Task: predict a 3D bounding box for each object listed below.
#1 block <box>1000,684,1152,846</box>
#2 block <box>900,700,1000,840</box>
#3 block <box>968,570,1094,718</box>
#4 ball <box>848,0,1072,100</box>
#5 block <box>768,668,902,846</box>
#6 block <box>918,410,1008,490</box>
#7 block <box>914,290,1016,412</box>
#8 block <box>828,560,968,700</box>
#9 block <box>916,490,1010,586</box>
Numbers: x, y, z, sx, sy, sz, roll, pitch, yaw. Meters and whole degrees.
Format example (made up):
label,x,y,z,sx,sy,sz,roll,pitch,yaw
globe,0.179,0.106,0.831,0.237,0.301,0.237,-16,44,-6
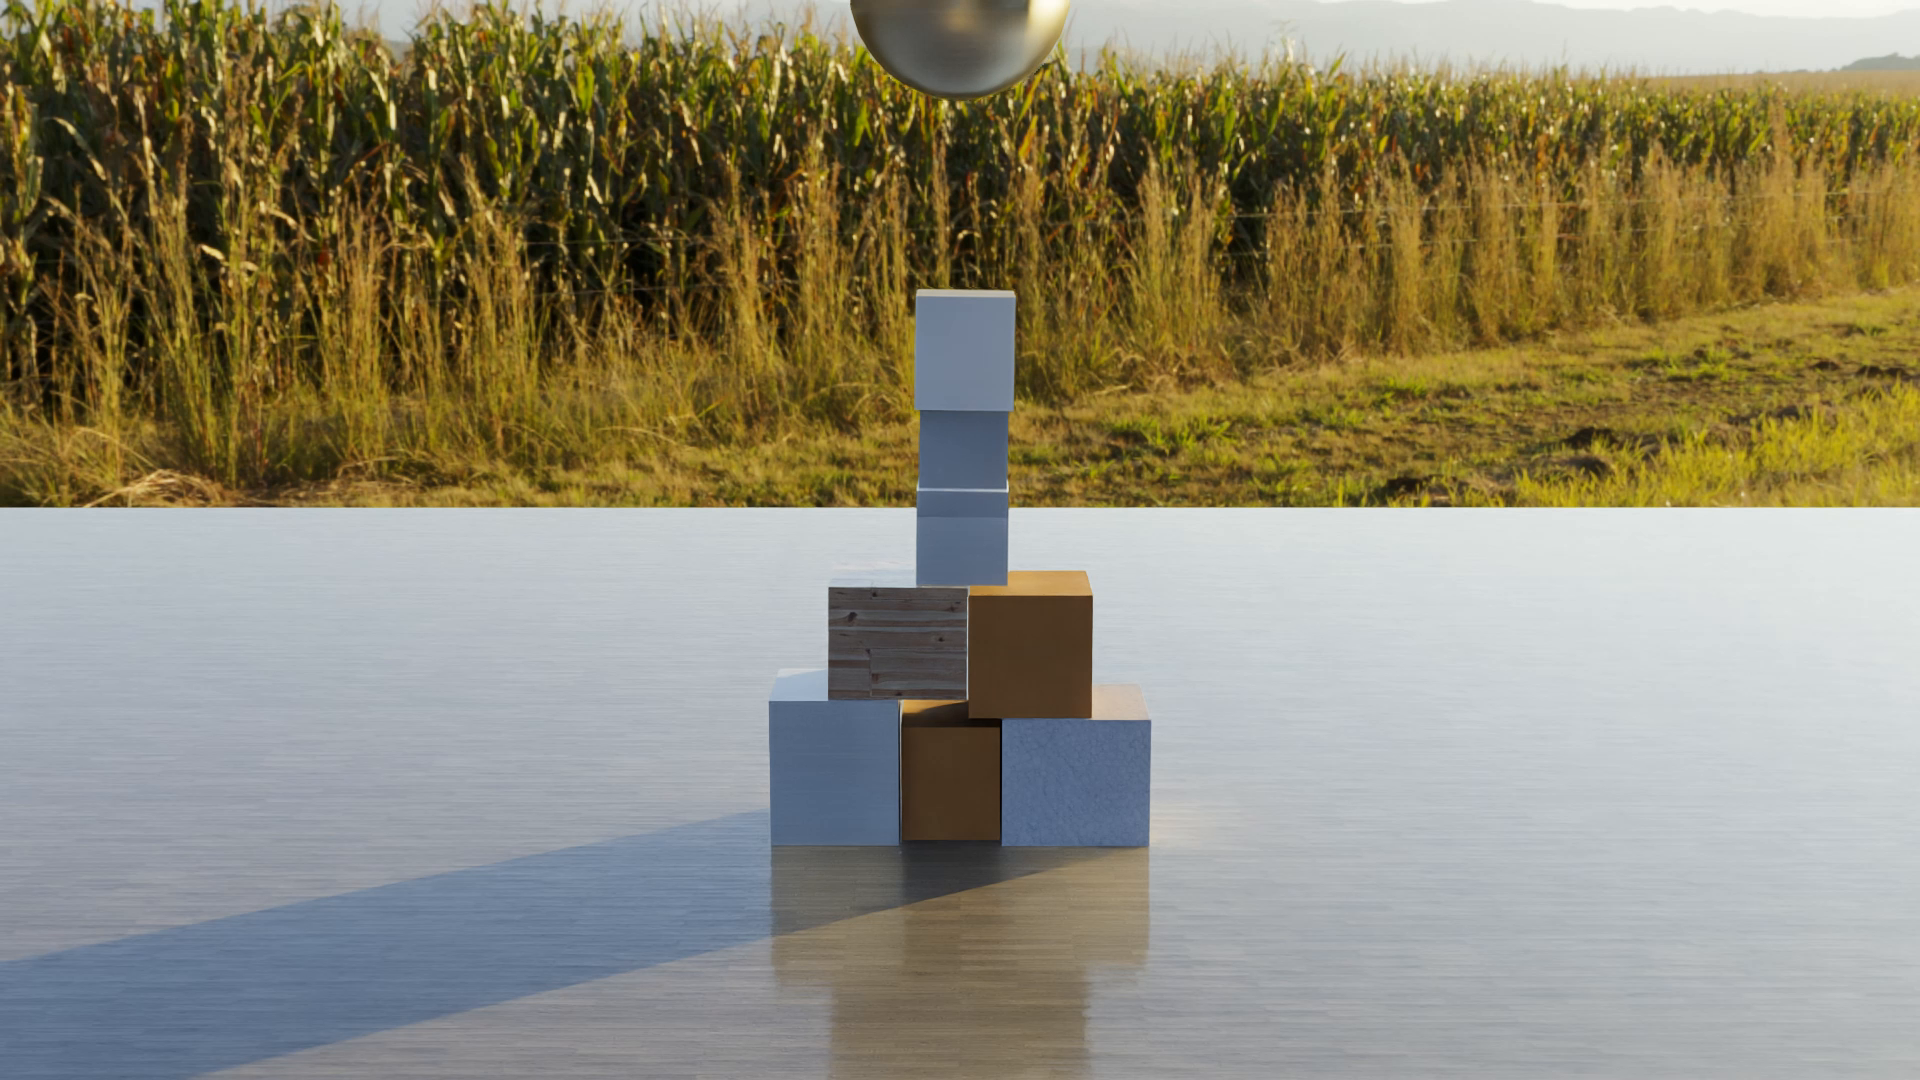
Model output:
label,x,y,z,sx,sy,sz,roll,pitch,yaw
block,0.583,1.153,11.394,0.743,0.655,0.754,0,10,0
block,-0.048,1.184,11.402,0.499,0.591,0.557,0,10,0
block,0.351,0.526,11.261,0.616,0.627,0.642,0,10,0
ball,0.000,-3.955,15.701,1.600,1.600,1.600,0,10,0
block,-0.631,1.110,11.365,0.647,0.750,0.684,0,10,0
block,0.017,-0.481,11.073,0.439,0.402,0.390,1,10,0
block,0.024,-0.954,10.992,0.487,0.558,0.496,1,10,0
block,-0.309,0.456,11.269,0.693,0.572,0.675,1,10,0
block,0.011,-0.055,11.181,0.456,0.474,0.548,1,10,0
